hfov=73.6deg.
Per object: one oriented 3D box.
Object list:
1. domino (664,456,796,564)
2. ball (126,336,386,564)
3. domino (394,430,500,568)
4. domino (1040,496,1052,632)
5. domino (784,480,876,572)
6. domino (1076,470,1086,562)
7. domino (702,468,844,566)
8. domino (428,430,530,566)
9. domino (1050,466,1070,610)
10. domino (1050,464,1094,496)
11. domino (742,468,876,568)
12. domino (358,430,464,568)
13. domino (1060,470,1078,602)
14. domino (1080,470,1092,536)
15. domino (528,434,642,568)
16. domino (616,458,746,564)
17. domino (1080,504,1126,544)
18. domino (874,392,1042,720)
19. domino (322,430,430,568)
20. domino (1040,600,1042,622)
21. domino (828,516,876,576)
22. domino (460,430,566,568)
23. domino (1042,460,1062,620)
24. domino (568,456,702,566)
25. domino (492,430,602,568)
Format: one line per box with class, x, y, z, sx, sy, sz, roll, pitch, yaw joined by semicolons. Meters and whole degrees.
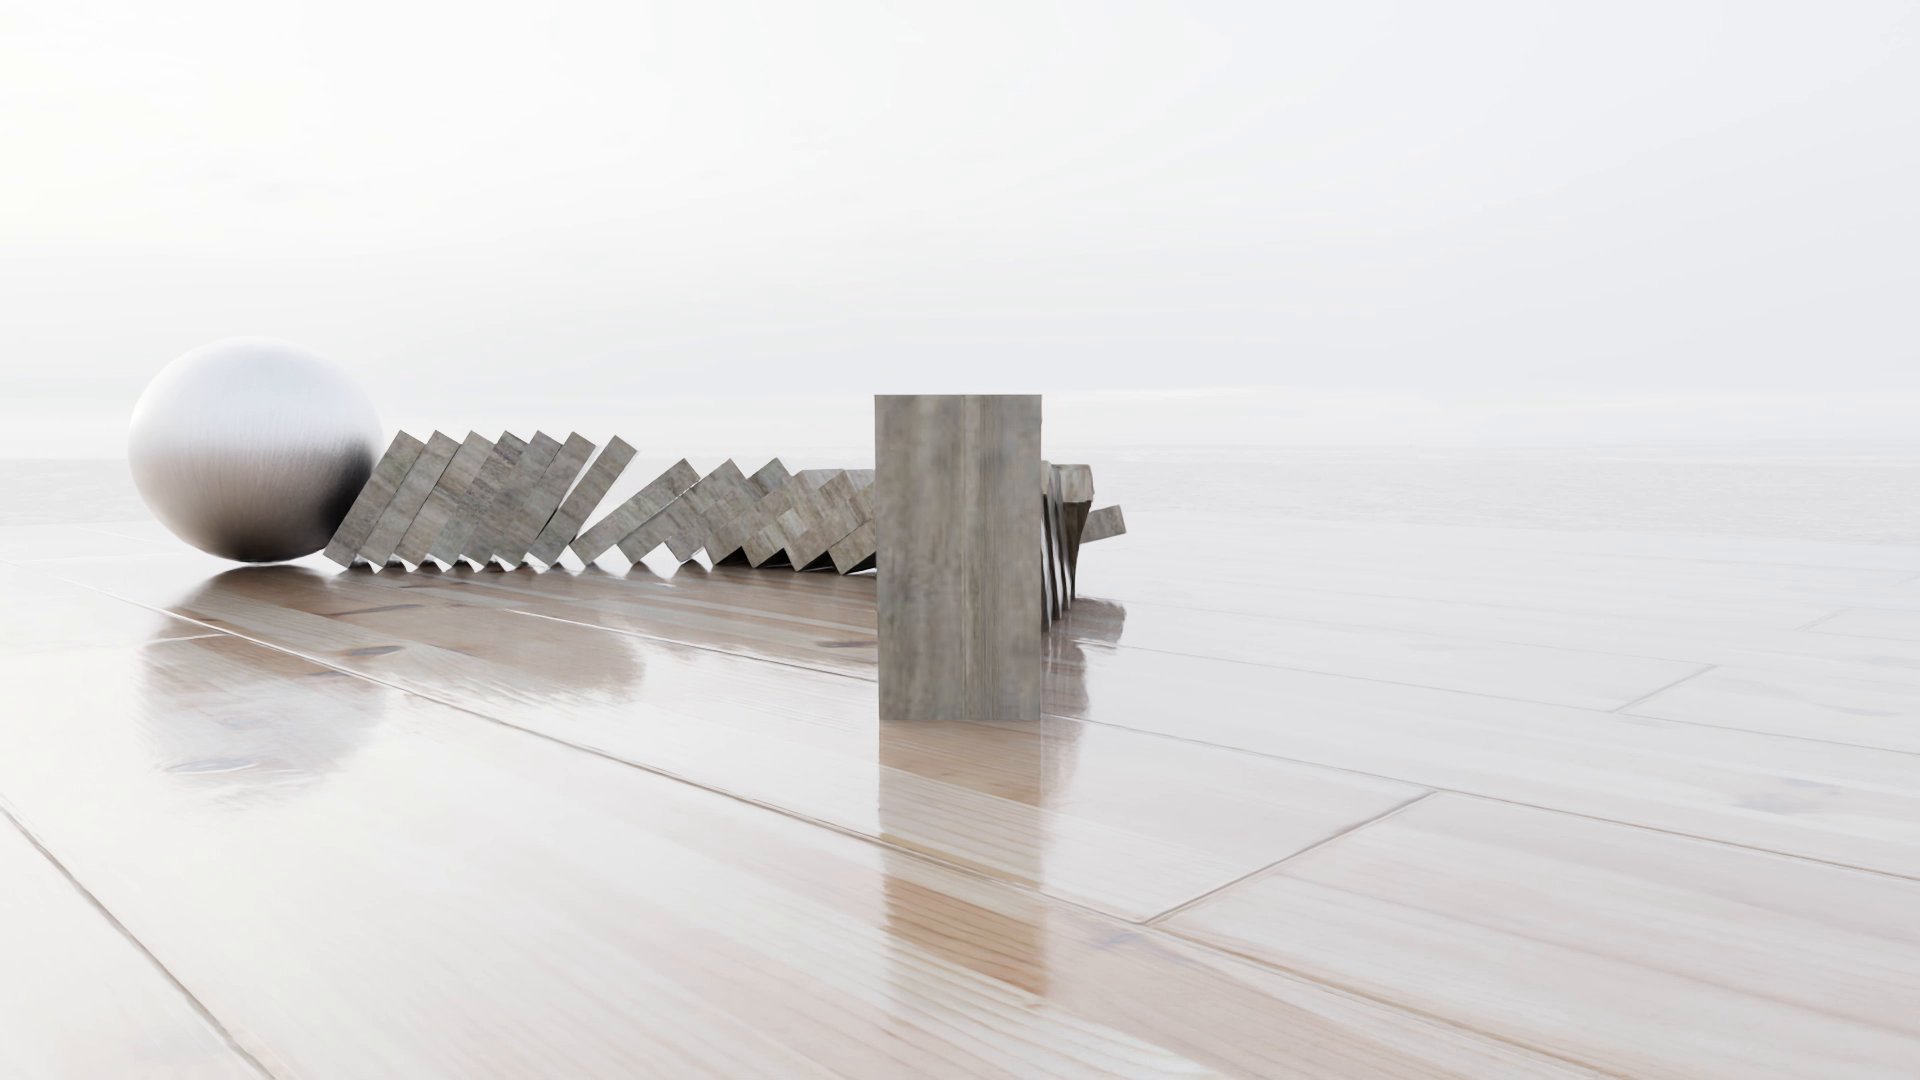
domino;-0.082;-0.011;0.465;0.050;0.010;0.025;-37;4;0
ball;-0.246;-0.031;0.453;0.080;0.080;0.080;0;4;0
domino;-0.180;-0.015;0.454;0.009;0.050;0.025;32;-2;-11
domino;0.006;0.001;0.276;0.025;0.009;0.050;1;-39;9
domino;-0.032;-0.007;0.427;0.050;0.010;0.025;-34;-13;27
domino;0.019;-0.001;0.348;0.025;0.009;0.050;0;-30;0
domino;-0.063;-0.008;0.448;0.050;0.010;0.025;-33;-11;26
domino;-0.169;-0.015;0.456;0.009;0.050;0.025;32;-2;-11
domino;0.013;0.001;0.311;0.025;0.009;0.050;1;-32;9
domino;0.021;-0.005;0.383;0.025;0.009;0.050;2;-31;-10
domino;-0.048;-0.007;0.437;0.050;0.009;0.025;-33;-12;27
domino;-0.191;-0.015;0.451;0.010;0.050;0.025;32;-2;-11
domino;0.017;0.000;0.330;0.025;0.010;0.050;0;-31;4
domino;0.021;-0.003;0.367;0.025;0.009;0.050;0;-29;-6
domino;-0.132;-0.014;0.454;0.009;0.050;0.025;37;-3;-11
domino;-0.100;-0.011;0.464;0.050;0.009;0.025;-38;9;-5
domino;0.028;-0.001;0.421;0.050;0.009;0.025;-14;-1;3
domino;0.000;0.002;0.199;0.025;0.050;0.009;0;9;3
domino;-0.202;-0.015;0.449;0.009;0.050;0.025;32;-2;-11
domino;0.002;0.001;0.259;0.025;0.050;0.010;1;44;9
domino;-0.016;-0.006;0.416;0.050;0.009;0.025;-34;-11;27
domino;-0.157;-0.015;0.455;0.009;0.050;0.025;32;-2;-11
domino;0.009;0.001;0.294;0.025;0.009;0.050;1;-35;9
domino;-0.116;-0.011;0.459;0.050;0.010;0.025;-38;10;-6
domino;-0.145;-0.015;0.453;0.009;0.050;0.025;33;-2;-11
